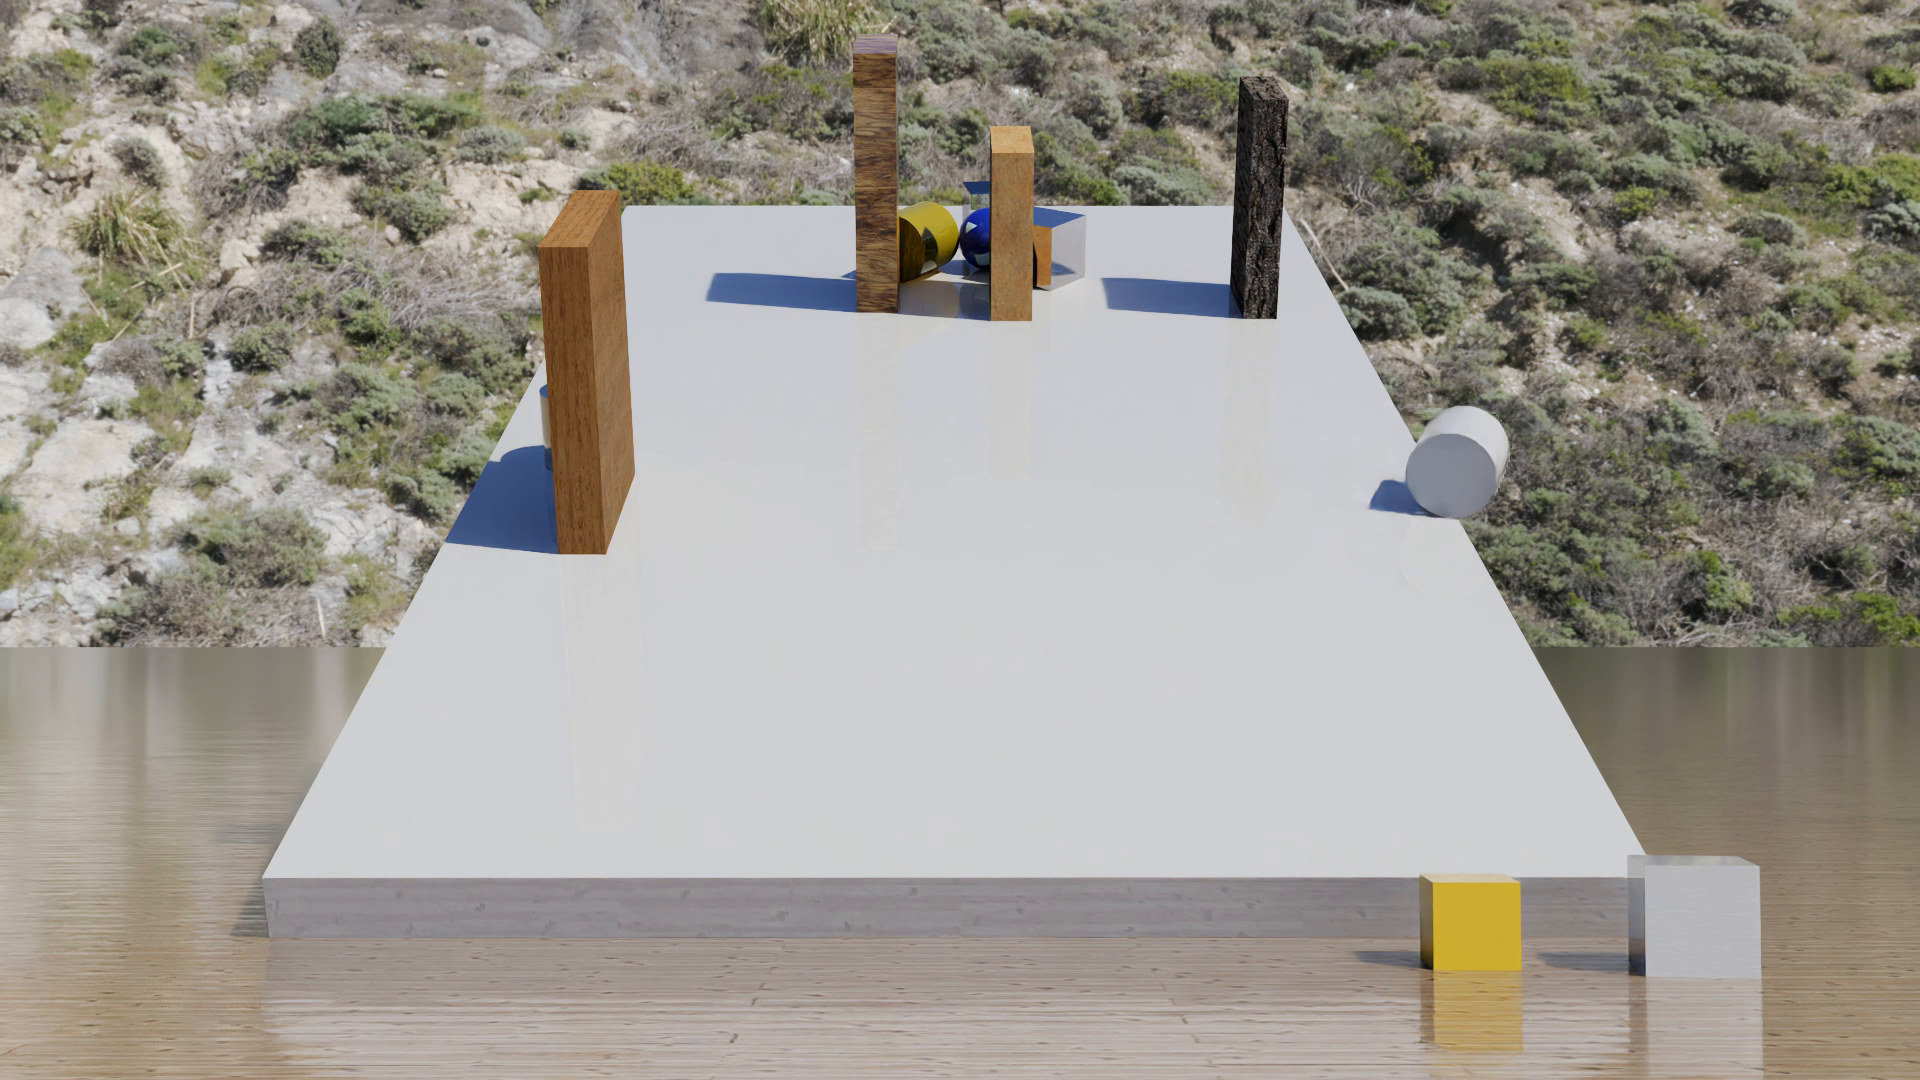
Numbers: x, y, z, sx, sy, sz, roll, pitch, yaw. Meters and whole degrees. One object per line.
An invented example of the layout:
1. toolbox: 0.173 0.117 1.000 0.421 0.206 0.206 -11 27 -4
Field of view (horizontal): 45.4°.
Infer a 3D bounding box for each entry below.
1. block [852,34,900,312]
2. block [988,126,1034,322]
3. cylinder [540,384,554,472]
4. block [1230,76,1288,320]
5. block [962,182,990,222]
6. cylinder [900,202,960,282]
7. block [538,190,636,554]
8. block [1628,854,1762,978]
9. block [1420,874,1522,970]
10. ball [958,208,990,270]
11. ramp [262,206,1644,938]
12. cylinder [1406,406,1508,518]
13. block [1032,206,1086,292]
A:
1. block: -0.214 -0.947 5.936 0.106 0.665 0.279 0 22 0
2. block: 0.131 -0.819 5.930 0.105 0.434 0.320 0 22 0
3. cylinder: -0.803 -0.241 4.859 0.162 0.162 0.162 0 22 0
4. block: 0.768 -0.884 5.920 0.086 0.563 0.305 0 22 0
5. block: 0.096 -0.932 6.575 0.158 0.158 0.158 -3 22 -8
6. cylinder: -0.128 -0.810 6.236 0.185 0.185 0.185 -2 18 32
7. block: -0.725 -0.336 4.502 0.090 0.606 0.443 0 22 0
8. block: 0.957 0.490 3.003 0.142 0.142 0.142 0 -3 8
9. block: 0.678 0.507 3.054 0.114 0.114 0.114 0 -3 3
10. ball: 0.081 -0.825 6.294 0.173 0.173 0.173 0 -3 0
11. ramp: -0.007 -0.221 5.162 2.000 0.100 4.000 0 22 0
12. cylinder: 1.006 -0.159 4.643 0.179 0.179 0.179 -1 20 22
13. block: 0.220 -0.788 6.200 0.172 0.172 0.172 15 26 32
